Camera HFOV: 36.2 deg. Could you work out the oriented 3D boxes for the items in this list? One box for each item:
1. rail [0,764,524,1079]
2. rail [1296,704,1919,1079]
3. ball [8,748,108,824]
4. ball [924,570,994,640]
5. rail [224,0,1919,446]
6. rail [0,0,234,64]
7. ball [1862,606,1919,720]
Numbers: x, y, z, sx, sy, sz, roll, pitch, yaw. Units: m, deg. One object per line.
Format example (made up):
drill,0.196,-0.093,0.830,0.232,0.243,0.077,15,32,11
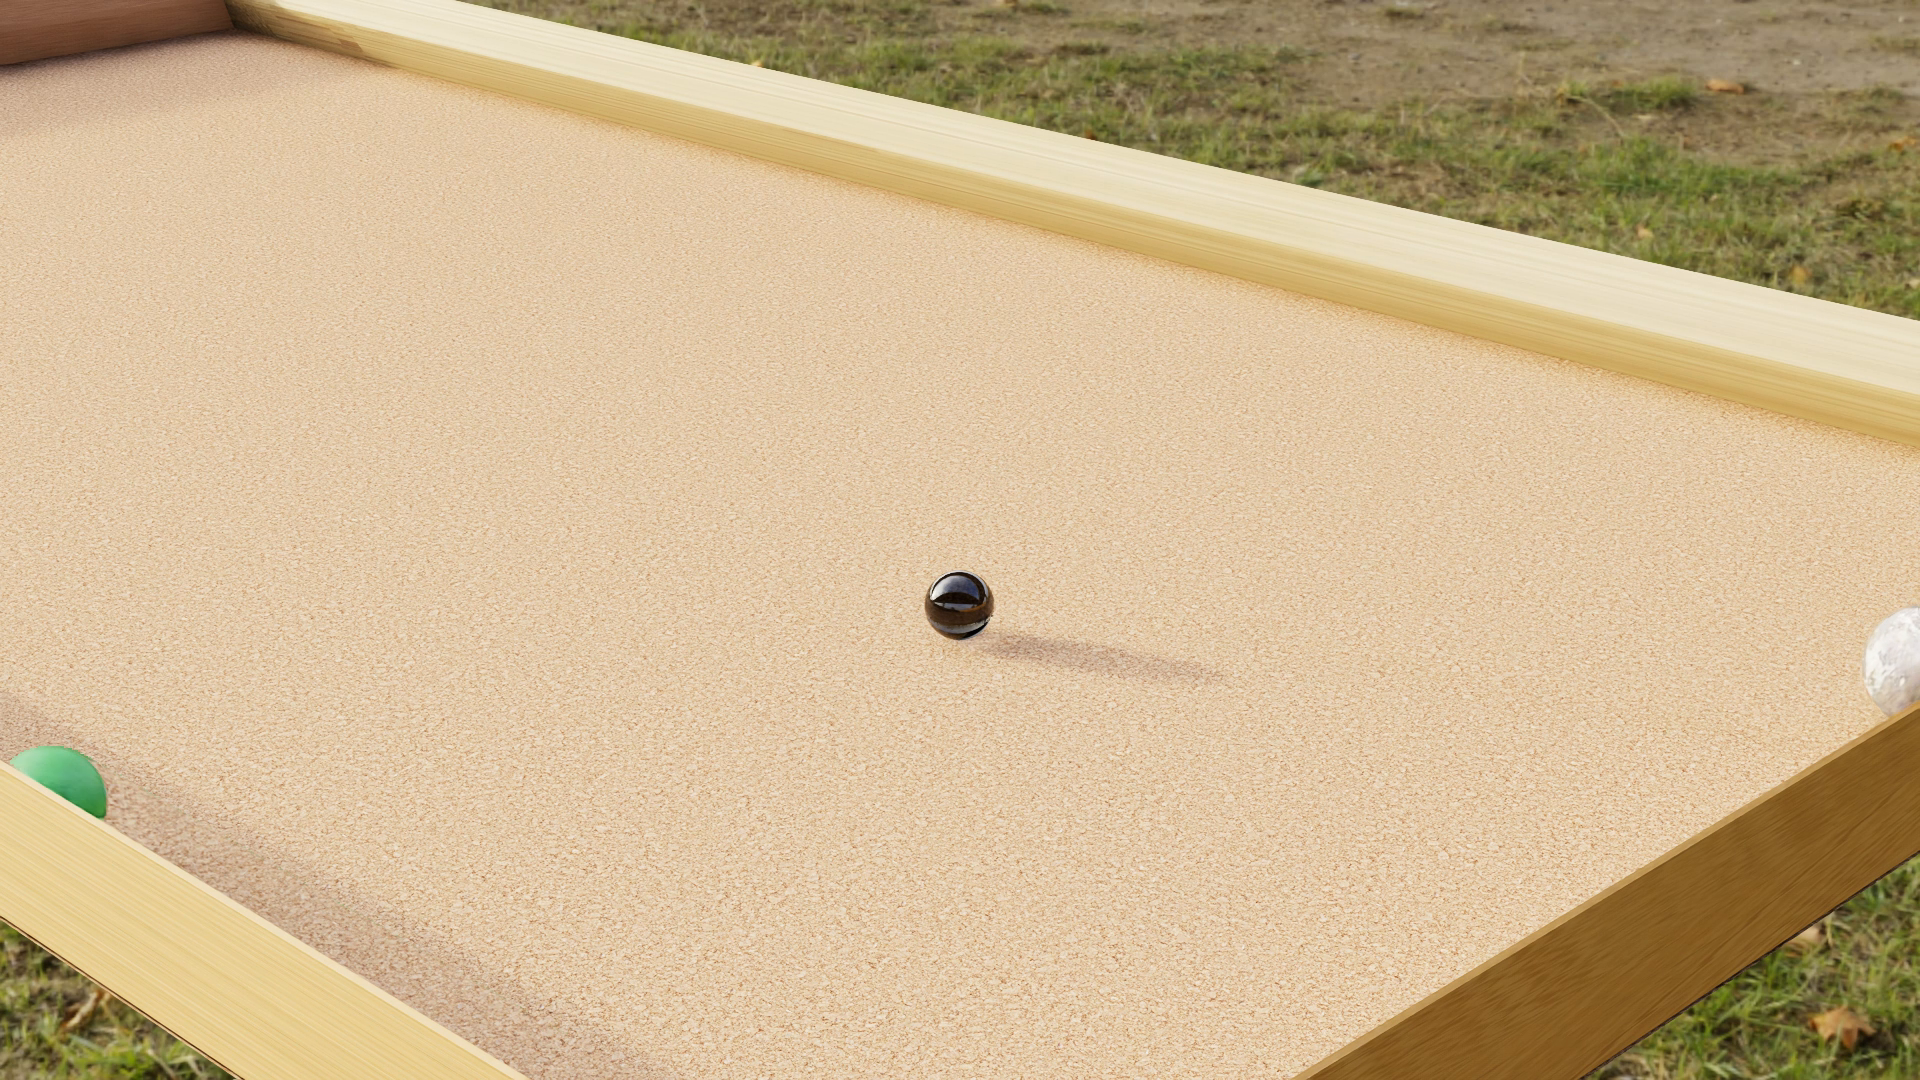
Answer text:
rail,-1.269,-0.020,2.609,3.540,0.128,0.045,19,28,41
rail,0.614,0.187,2.071,0.045,0.128,1.867,19,28,41
ball,-0.660,0.191,2.132,0.080,0.080,0.080,0,21,0
ball,-0.001,0.055,2.511,0.060,0.060,0.060,0,21,0
rail,0.007,-0.485,3.820,3.540,0.128,0.045,19,28,41
rail,-1.875,-0.691,4.358,0.045,0.128,1.867,19,28,41
ball,0.770,0.101,2.339,0.099,0.099,0.099,0,21,0
